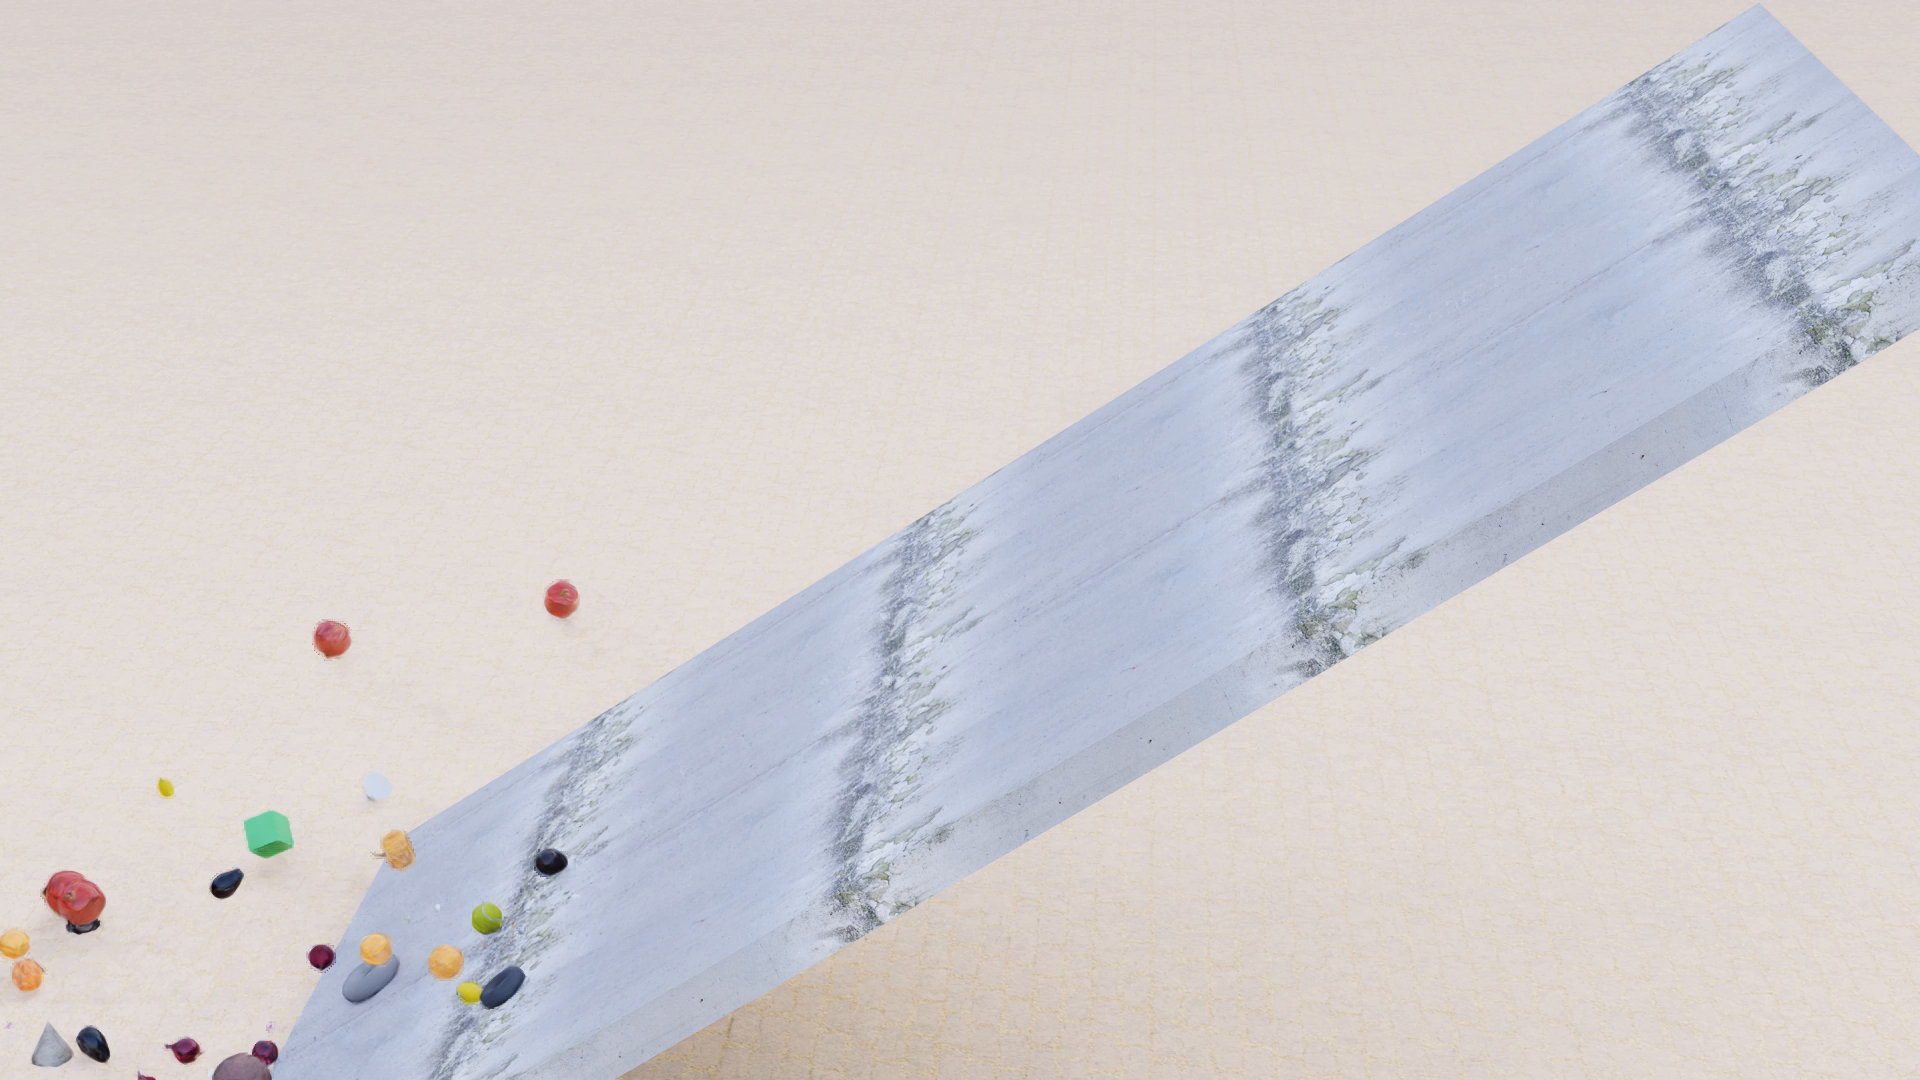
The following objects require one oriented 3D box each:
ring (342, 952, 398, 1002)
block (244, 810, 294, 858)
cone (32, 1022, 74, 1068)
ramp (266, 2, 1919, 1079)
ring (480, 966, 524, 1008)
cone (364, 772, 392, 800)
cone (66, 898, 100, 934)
[{"bbox_3d":[-1.341,0.995,6.692,0.146,0.049,0.146,-31,16,10],"label":"ring"},{"bbox_3d":[-1.819,0.775,7.740,0.087,0.087,0.087,-22,-24,9],"label":"block"},{"bbox_3d":[-2.113,1.158,6.832,0.096,0.096,0.096,0,21,0],"label":"cone"},{"bbox_3d":[0.138,0.172,6.299,4.000,0.100,2.000,-31,16,14],"label":"ramp"},{"bbox_3d":[-0.945,0.924,6.080,0.108,0.036,0.108,-36,14,11],"label":"ring"},{"bbox_3d":[-1.619,0.697,8.101,0.082,0.082,0.082,20,46,-23],"label":"cone"},{"bbox_3d":[-2.221,0.939,7.433,0.083,0.083,0.083,0,21,0],"label":"cone"}]
